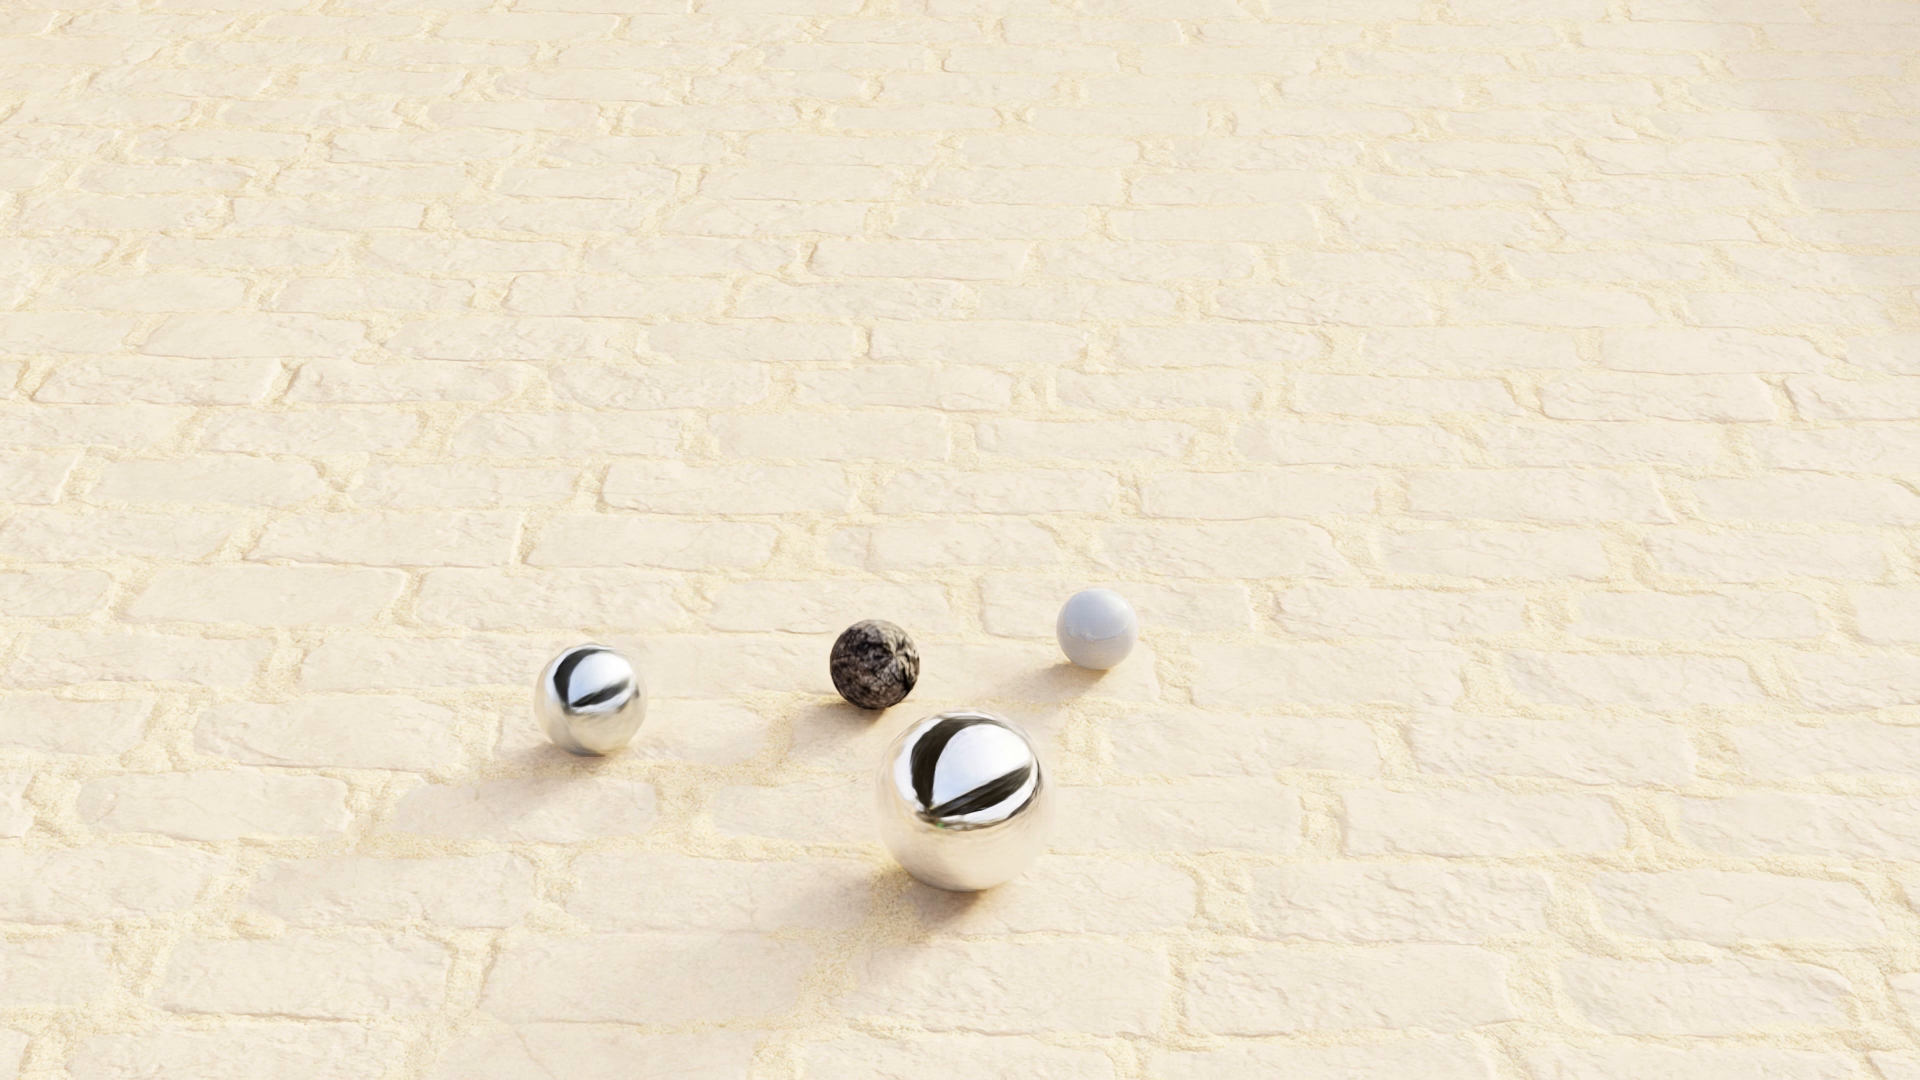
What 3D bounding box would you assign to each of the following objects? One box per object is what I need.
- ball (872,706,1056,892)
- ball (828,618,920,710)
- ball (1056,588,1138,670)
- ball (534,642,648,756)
[{"bbox_3d":[0.002,0.128,1.458,0.091,0.091,0.091,0,29,0],"label":"ball"},{"bbox_3d":[-0.047,0.068,1.609,0.050,0.050,0.050,0,29,0],"label":"ball"},{"bbox_3d":[0.077,0.050,1.645,0.047,0.047,0.047,0,29,0],"label":"ball"},{"bbox_3d":[-0.197,0.085,1.568,0.061,0.061,0.061,0,29,0],"label":"ball"}]
